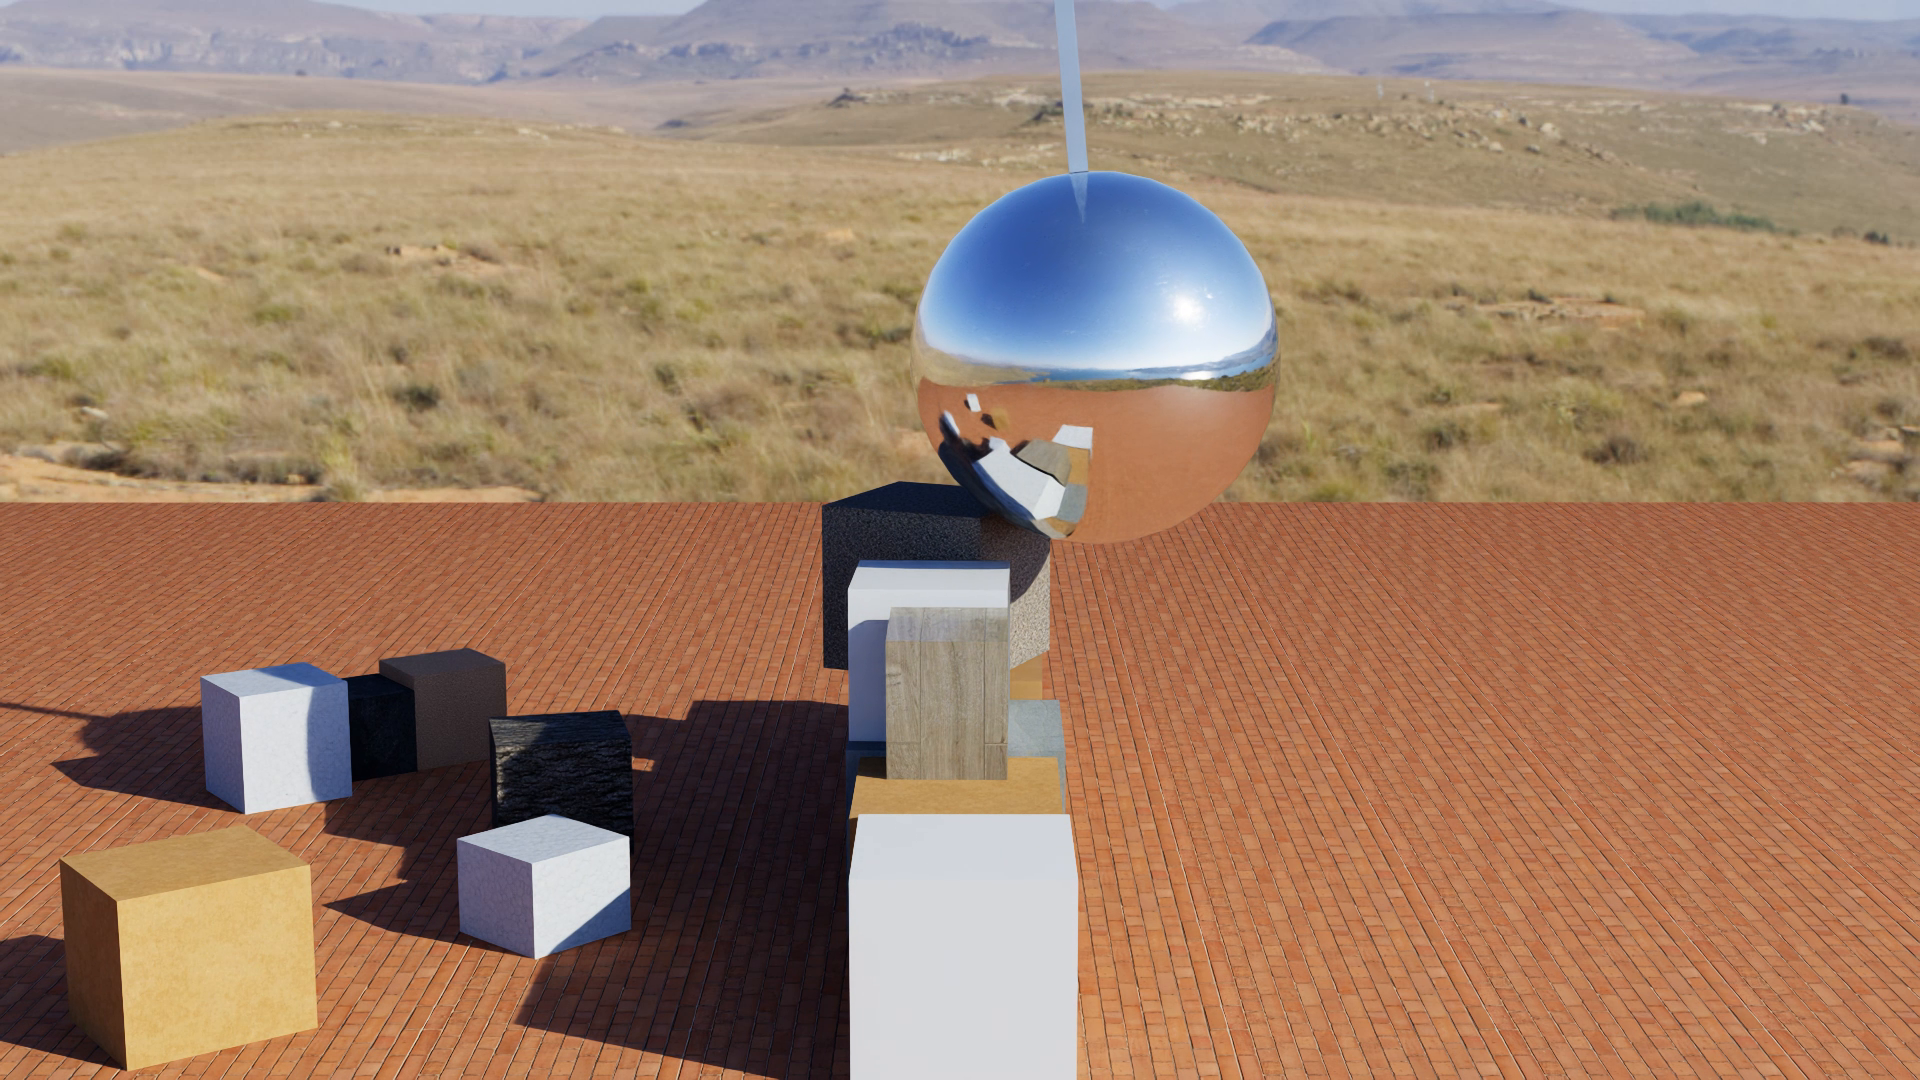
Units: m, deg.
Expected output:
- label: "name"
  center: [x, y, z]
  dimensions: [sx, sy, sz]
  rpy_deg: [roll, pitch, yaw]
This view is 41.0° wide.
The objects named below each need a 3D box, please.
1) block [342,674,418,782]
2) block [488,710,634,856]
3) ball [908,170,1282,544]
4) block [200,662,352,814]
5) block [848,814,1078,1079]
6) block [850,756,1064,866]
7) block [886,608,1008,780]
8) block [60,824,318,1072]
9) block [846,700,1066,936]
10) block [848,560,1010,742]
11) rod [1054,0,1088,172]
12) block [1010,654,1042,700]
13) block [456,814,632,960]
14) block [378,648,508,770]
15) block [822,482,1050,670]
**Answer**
- label: "block"
  center: [-3.086, 0.960, 13.104]
  dimensions: [0.452, 0.423, 0.471]
  rpy_deg: [-7, 13, -35]
- label: "block"
  center: [-1.841, 1.130, 11.826]
  dimensions: [0.605, 0.545, 0.549]
  rpy_deg: [-2, 11, -13]
- label: "ball"
  center: [0.581, -0.783, 11.038]
  dimensions: [1.600, 1.600, 1.600]
  rpy_deg: [0, 10, 0]
- label: "block"
  center: [-3.368, 0.966, 12.635]
  dimensions: [0.543, 0.578, 0.535]
  rpy_deg: [-7, 13, -35]
- label: "block"
  center: [0.014, 1.478, 9.259]
  dimensions: [0.787, 0.778, 0.794]
  rpy_deg: [0, 10, 0]
- label: "block"
  center: [-0.010, 1.337, 10.083]
  dimensions: [0.801, 0.763, 0.874]
  rpy_deg: [0, 10, 0]
- label: "block"
  center: [-0.046, 0.609, 10.265]
  dimensions: [0.476, 0.569, 0.475]
  rpy_deg: [0, 15, 1]
- label: "block"
  center: [-2.872, 1.500, 9.551]
  dimensions: [0.715, 0.632, 0.636]
  rpy_deg: [-8, 13, -36]
- label: "block"
  center: [-0.015, 1.168, 10.938]
  dimensions: [0.896, 0.789, 0.868]
  rpy_deg: [0, 10, 0]
- label: "block"
  center: [-0.120, 0.461, 10.836]
  dimensions: [0.652, 0.639, 0.641]
  rpy_deg: [0, 10, 2]
- label: "rod"
  center: [0.252, -4.112, 10.433]
  dimensions: [0.080, 5.200, 0.080]
  rpy_deg: [-5, 10, 1]
- label: "block"
  center: [0.000, 0.970, 11.795]
  dimensions: [0.748, 0.871, 0.861]
  rpy_deg: [0, 10, 2]
- label: "block"
  center: [-1.720, 1.424, 10.614]
  dimensions: [0.498, 0.400, 0.501]
  rpy_deg: [9, 14, 42]
- label: "block"
  center: [-2.692, 0.875, 13.372]
  dimensions: [0.507, 0.494, 0.455]
  rpy_deg: [-7, 12, -34]
- label: "block"
  center: [-0.100, 0.178, 11.654]
  dimensions: [0.775, 0.740, 0.769]
  rpy_deg: [5, 11, 25]
